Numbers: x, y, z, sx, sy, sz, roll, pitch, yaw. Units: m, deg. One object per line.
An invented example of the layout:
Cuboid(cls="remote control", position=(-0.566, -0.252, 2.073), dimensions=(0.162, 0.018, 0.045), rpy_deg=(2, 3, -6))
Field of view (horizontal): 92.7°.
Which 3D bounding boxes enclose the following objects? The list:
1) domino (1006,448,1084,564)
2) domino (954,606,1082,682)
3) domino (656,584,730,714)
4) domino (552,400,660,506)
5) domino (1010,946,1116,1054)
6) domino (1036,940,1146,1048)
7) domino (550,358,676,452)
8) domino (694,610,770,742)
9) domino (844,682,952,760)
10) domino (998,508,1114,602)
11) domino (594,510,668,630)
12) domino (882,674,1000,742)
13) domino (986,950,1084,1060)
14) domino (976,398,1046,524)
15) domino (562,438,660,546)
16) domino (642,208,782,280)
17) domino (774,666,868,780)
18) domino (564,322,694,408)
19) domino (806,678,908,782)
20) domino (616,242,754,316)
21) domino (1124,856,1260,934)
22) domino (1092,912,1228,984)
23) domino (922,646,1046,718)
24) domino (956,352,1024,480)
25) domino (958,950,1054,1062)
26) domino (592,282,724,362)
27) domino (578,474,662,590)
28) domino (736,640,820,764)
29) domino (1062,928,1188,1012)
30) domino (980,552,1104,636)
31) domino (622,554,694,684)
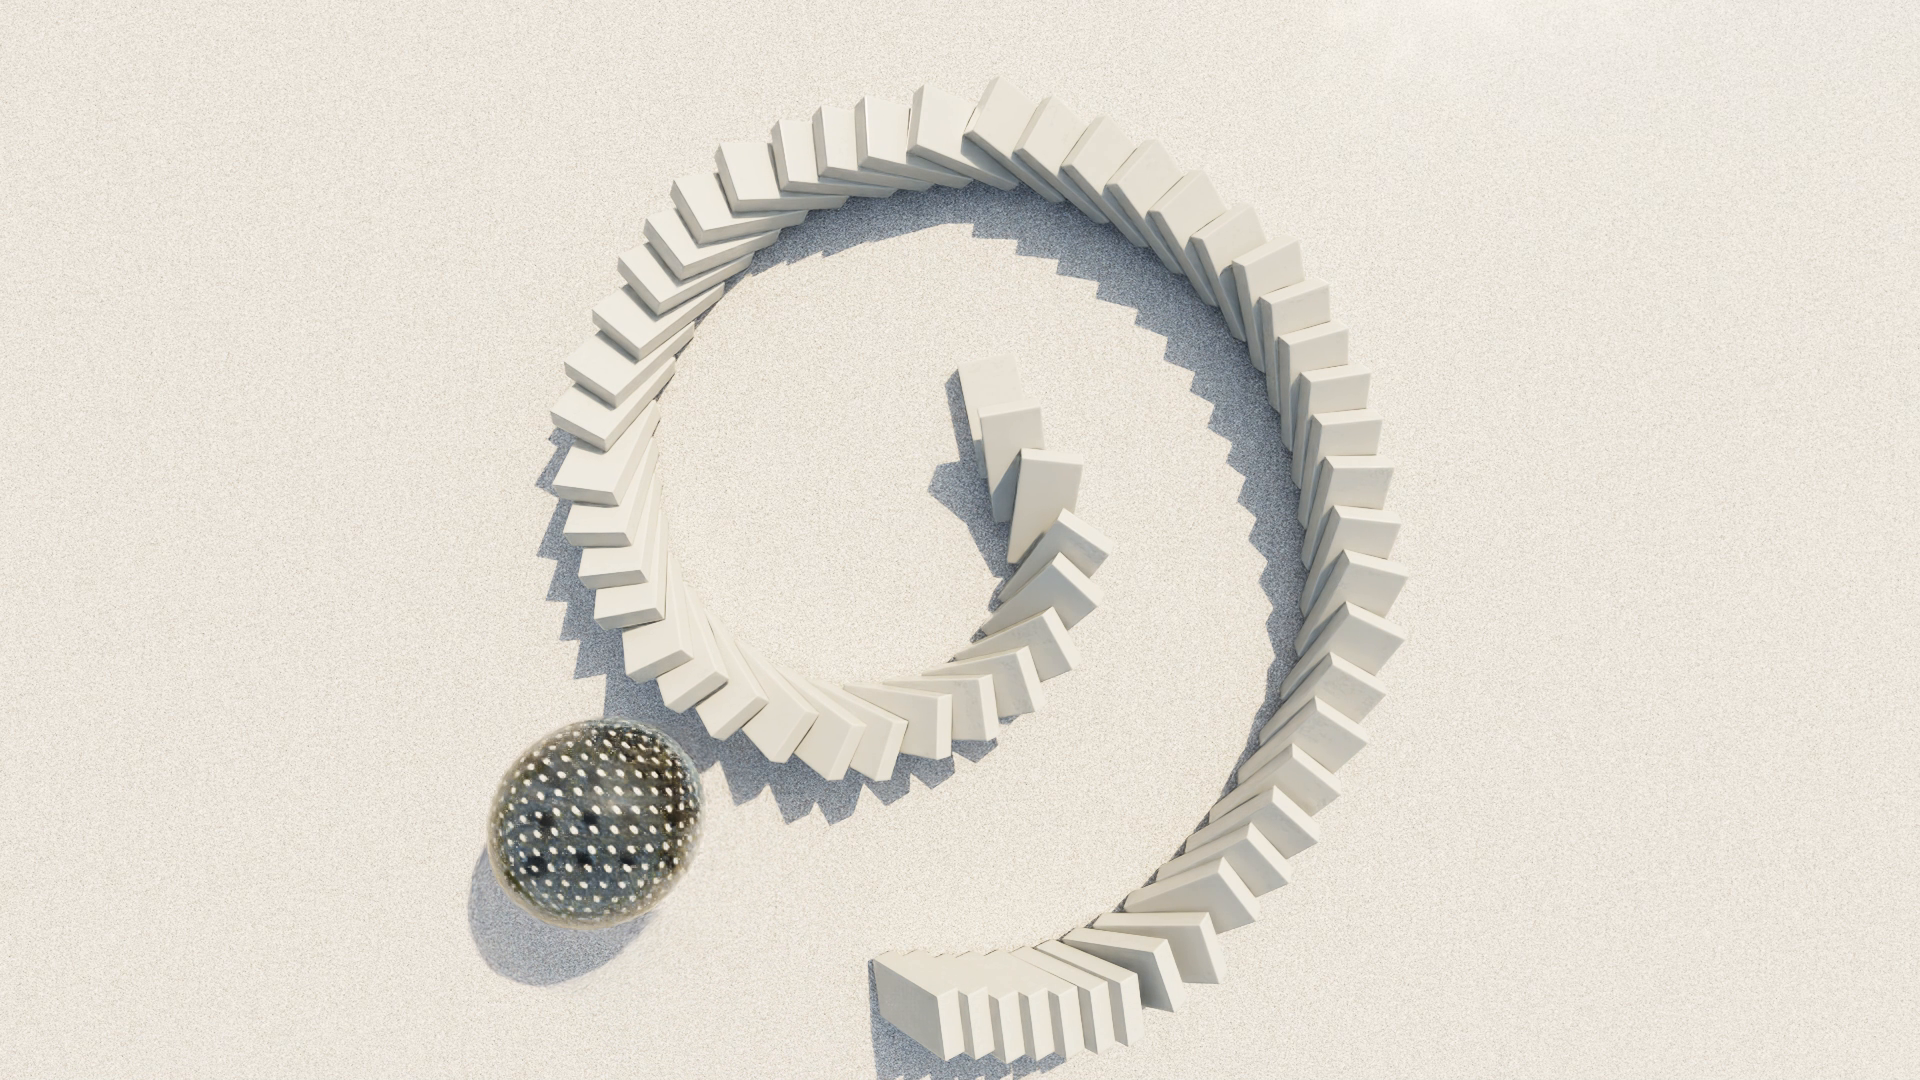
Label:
Cuboid(cls="domino", position=(0.035, -0.013, 0.383), dimensions=(0.025, 0.009, 0.050), rpy_deg=(6, 120, -1))
Cuboid(cls="domino", position=(0.023, 0.049, 0.382), dimensions=(0.050, 0.009, 0.025), rpy_deg=(-29, 90, 35))
Cuboid(cls="domino", position=(-0.116, 0.044, 0.381), dimensions=(0.025, 0.009, 0.050), rpy_deg=(-35, 53, 2))
Cuboid(cls="domino", position=(-0.146, -0.038, 0.381), dimensions=(0.025, 0.009, 0.050), rpy_deg=(7, 56, 5))
Cuboid(cls="domino", position=(0.041, 0.188, 0.377), dimensions=(0.009, 0.050, 0.025), rpy_deg=(-7, 90, -36))
Cuboid(cls="domino", position=(0.053, 0.185, 0.377), dimensions=(0.010, 0.050, 0.025), rpy_deg=(-7, 90, -36))
Cuboid(cls="domino", position=(-0.144, -0.063, 0.383), dimensions=(0.025, 0.009, 0.050), rpy_deg=(28, 58, 1))
Cuboid(cls="domino", position=(-0.102, 0.056, 0.383), dimensions=(0.025, 0.009, 0.050), rpy_deg=(-41, 58, 0))
Cuboid(cls="domino", position=(-0.027, 0.075, 0.382), dimensions=(0.050, 0.010, 0.025), rpy_deg=(1, 90, 34))
Cuboid(cls="domino", position=(0.039, 0.013, 0.381), dimensions=(0.025, 0.010, 0.050), rpy_deg=(34, 126, 0))
Cuboid(cls="domino", position=(-0.136, 0.012, 0.382), dimensions=(0.025, 0.010, 0.050), rpy_deg=(-11, 54, 0))
Cuboid(cls="domino", position=(-0.009, 0.070, 0.382), dimensions=(0.050, 0.010, 0.025), rpy_deg=(-7, 90, 34))
Cuboid(cls="domino", position=(0.029, 0.190, 0.377), dimensions=(0.010, 0.050, 0.025), rpy_deg=(-7, 90, -35))
Cuboid(cls="domino", position=(0.023, -0.033, 0.383), dimensions=(0.025, 0.009, 0.050), rpy_deg=(-10, 121, -1))
Cuboid(cls="domino", position=(-0.144, -0.021, 0.381), dimensions=(0.025, 0.009, 0.050), rpy_deg=(0, 55, 3))
Cuboid(cls="domino", position=(-0.102, -0.129, 0.381), dimensions=(0.050, 0.009, 0.025), rpy_deg=(-37, 87, -35))
Cuboid(cls="domino", position=(-0.064, 0.076, 0.381), dimensions=(0.050, 0.009, 0.025), rpy_deg=(28, 95, 34))
Cuboid(cls="domino", position=(-0.137, -0.080, 0.383), dimensions=(0.025, 0.010, 0.050), rpy_deg=(33, 59, 2))
Cuboid(cls="domino", position=(-0.047, 0.078, 0.382), dimensions=(0.050, 0.009, 0.025), rpy_deg=(18, 91, 34))
Cuboid(cls="domino", position=(-0.114, -0.116, 0.383), dimensions=(0.025, 0.009, 0.050), rpy_deg=(48, 58, 0))
Cuboid(cls="domino", position=(0.096, 0.153, 0.382), dimensions=(0.050, 0.009, 0.025), rpy_deg=(-38, 90, 34))
Cuboid(cls="domino", position=(0.083, 0.169, 0.381), dimensions=(0.050, 0.009, 0.025), rpy_deg=(-18, 91, 36))
Cuboid(cls="domino", position=(0.009, 0.062, 0.382), dimensions=(0.050, 0.010, 0.025), rpy_deg=(-17, 91, 35))
Cuboid(cls="domino", position=(0.016, -0.053, 0.395), dimensions=(0.025, 0.010, 0.050), rpy_deg=(-12, 90, 0))
Cuboid(cls="domino", position=(0.018, 0.190, 0.377), dimensions=(0.010, 0.050, 0.025), rpy_deg=(-7, 90, -35))
Cuboid(cls="domino", position=(-0.126, -0.099, 0.383), dimensions=(0.025, 0.009, 0.050), rpy_deg=(40, 60, 0))
Cuboid(cls="domino", position=(-0.141, -0.004, 0.381), dimensions=(0.025, 0.010, 0.050), rpy_deg=(-6, 54, 1))
Cuboid(cls="domino", position=(-0.083, 0.067, 0.382), dimensions=(0.050, 0.010, 0.025), rpy_deg=(36, 92, 33))
Cuboid(cls="domino", position=(0.067, 0.176, 0.378), dimensions=(0.009, 0.050, 0.025), rpy_deg=(-19, 90, -42))
Cuboid(cls="domino", position=(0.034, 0.030, 0.381), dimensions=(0.025, 0.010, 0.050), rpy_deg=(43, 127, -2))
Cuboid(cls="domino", position=(-0.127, 0.032, 0.380), dimensions=(0.025, 0.010, 0.050), rpy_deg=(-25, 54, 5))
